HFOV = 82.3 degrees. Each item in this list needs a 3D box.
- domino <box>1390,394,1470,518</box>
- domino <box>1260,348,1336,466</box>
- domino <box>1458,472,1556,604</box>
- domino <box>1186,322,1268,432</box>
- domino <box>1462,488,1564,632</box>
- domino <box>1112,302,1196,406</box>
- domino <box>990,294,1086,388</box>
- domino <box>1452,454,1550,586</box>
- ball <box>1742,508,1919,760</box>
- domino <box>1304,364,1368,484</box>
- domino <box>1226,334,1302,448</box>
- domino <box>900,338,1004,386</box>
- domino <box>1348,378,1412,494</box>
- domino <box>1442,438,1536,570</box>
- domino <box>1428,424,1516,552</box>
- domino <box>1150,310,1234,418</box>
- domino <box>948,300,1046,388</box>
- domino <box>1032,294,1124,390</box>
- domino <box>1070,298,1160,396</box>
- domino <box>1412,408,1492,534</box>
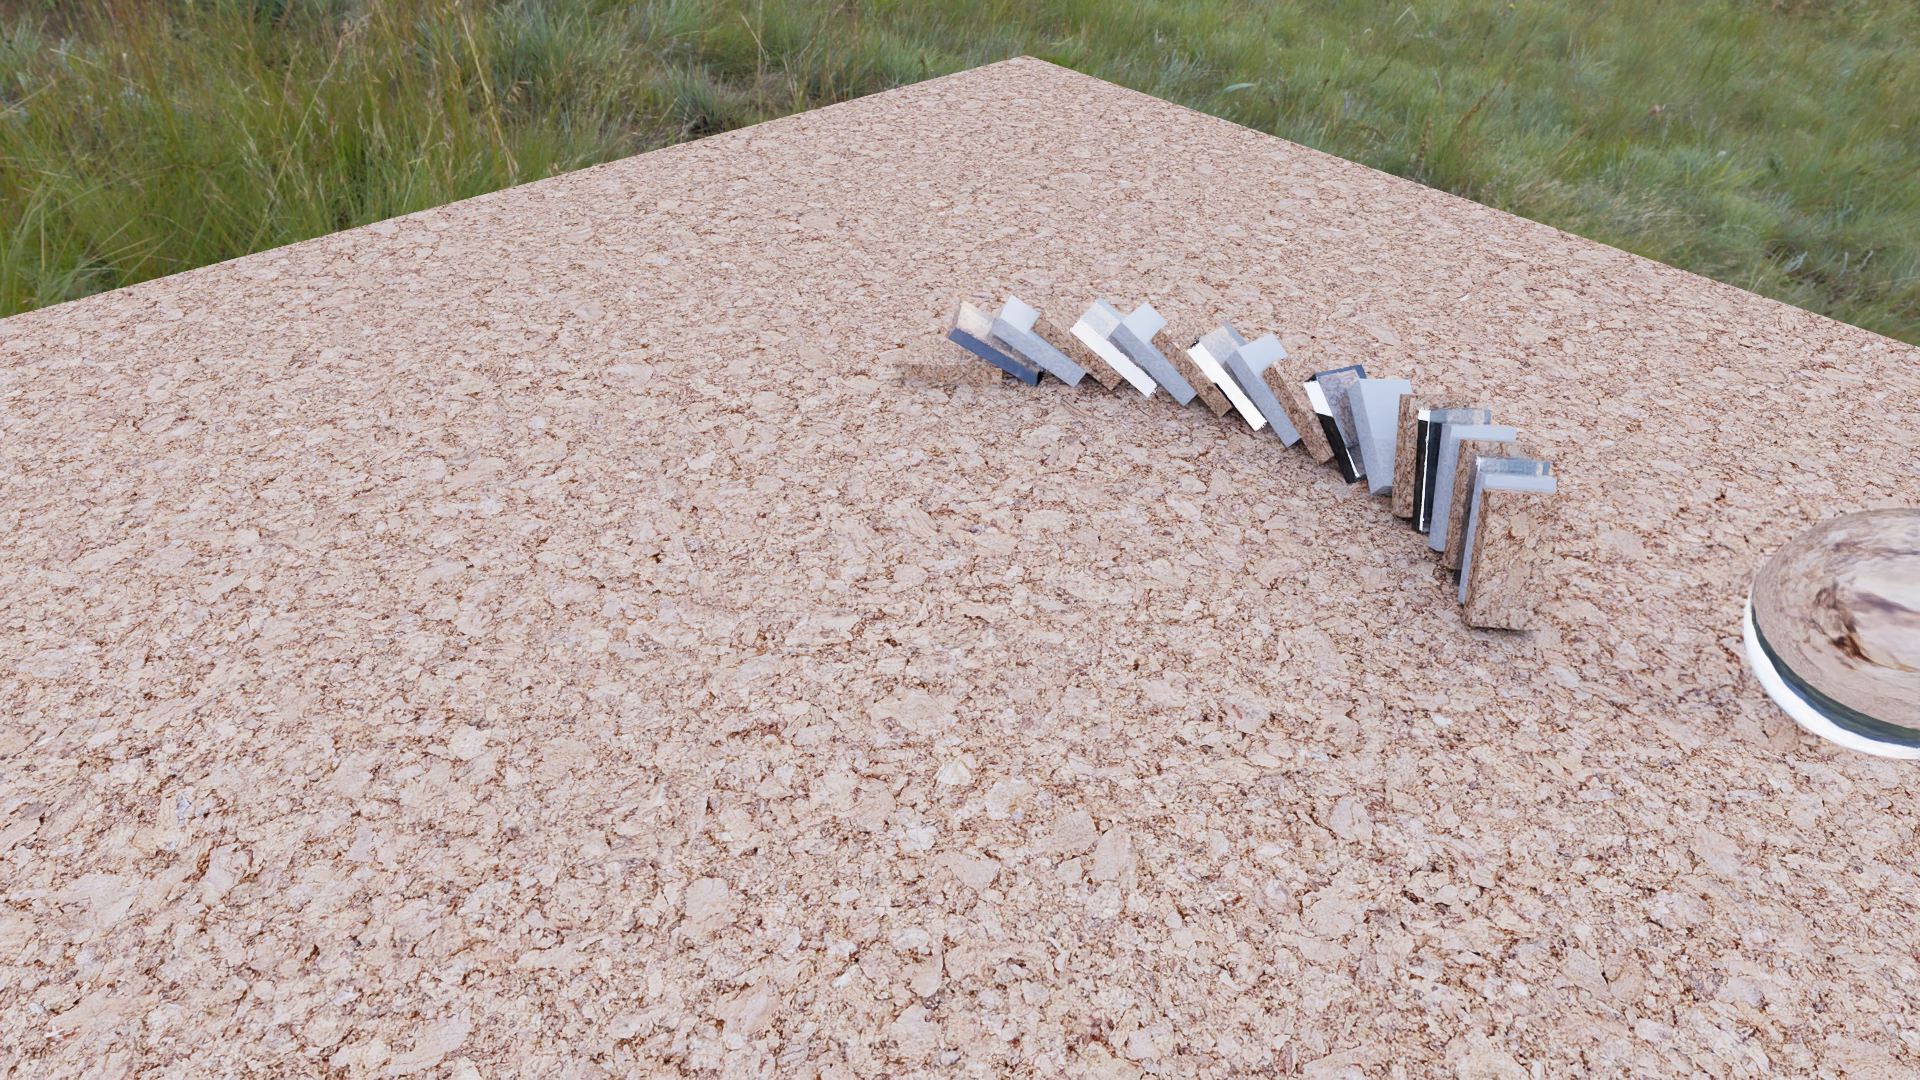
[{"bbox_3d":[0.194,-0.035,0.455,0.025,0.050,0.009,-1,12,-3],"label":"domino"},{"bbox_3d":[0.161,-0.061,0.497,0.025,0.010,0.050,-22,76,-25],"label":"domino"},{"bbox_3d":[0.205,0.000,0.412,0.025,0.050,0.010,4,12,5],"label":"domino"},{"bbox_3d":[0.133,-0.077,0.519,0.025,0.009,0.050,-32,80,-33],"label":"domino"},{"bbox_3d":[0.203,0.007,0.404,0.025,0.050,0.009,4,12,5],"label":"domino"},{"bbox_3d":[0.100,-0.091,0.535,0.050,0.010,0.025,46,51,3],"label":"domino"},{"bbox_3d":[0.041,-0.099,0.545,0.050,0.010,0.025,33,41,-9],"label":"domino"},{"bbox_3d":[0.206,-0.006,0.420,0.025,0.050,0.009,4,12,5],"label":"domino"},{"bbox_3d":[0.299,0.030,0.352,0.080,0.080,0.080,0,39,0],"label":"ball"},{"bbox_3d":[0.174,-0.052,0.486,0.025,0.009,0.050,-13,74,-17],"label":"domino"},{"bbox_3d":[0.148,-0.069,0.509,0.025,0.009,0.050,-26,78,-28],"label":"domino"},{"bbox_3d":[-0.003,-0.090,0.553,0.050,0.010,0.025,4,39,5],"label":"domino"},{"bbox_3d":[0.186,-0.045,0.476,0.025,0.009,0.050,-1,71,-13],"label":"domino"},{"bbox_3d":[0.206,-0.013,0.429,0.025,0.050,0.009,4,12,5],"label":"domino"},{"bbox_3d":[0.204,-0.021,0.438,0.025,0.050,0.009,2,12,3],"label":"domino"},{"bbox_3d":[0.117,-0.085,0.528,0.025,0.010,0.050,-36,82,-36],"label":"domino"},{"bbox_3d":[0.020,-0.097,0.544,0.050,0.010,0.025,27,38,-13],"label":"domino"},{"bbox_3d":[0.061,-0.098,0.544,0.050,0.010,0.025,37,43,-5],"label":"domino"},{"bbox_3d":[0.080,-0.095,0.540,0.050,0.010,0.025,41,47,-1],"label":"domino"},{"bbox_3d":[0.199,-0.028,0.447,0.025,0.050,0.009,-2,12,-2],"label":"domino"}]
